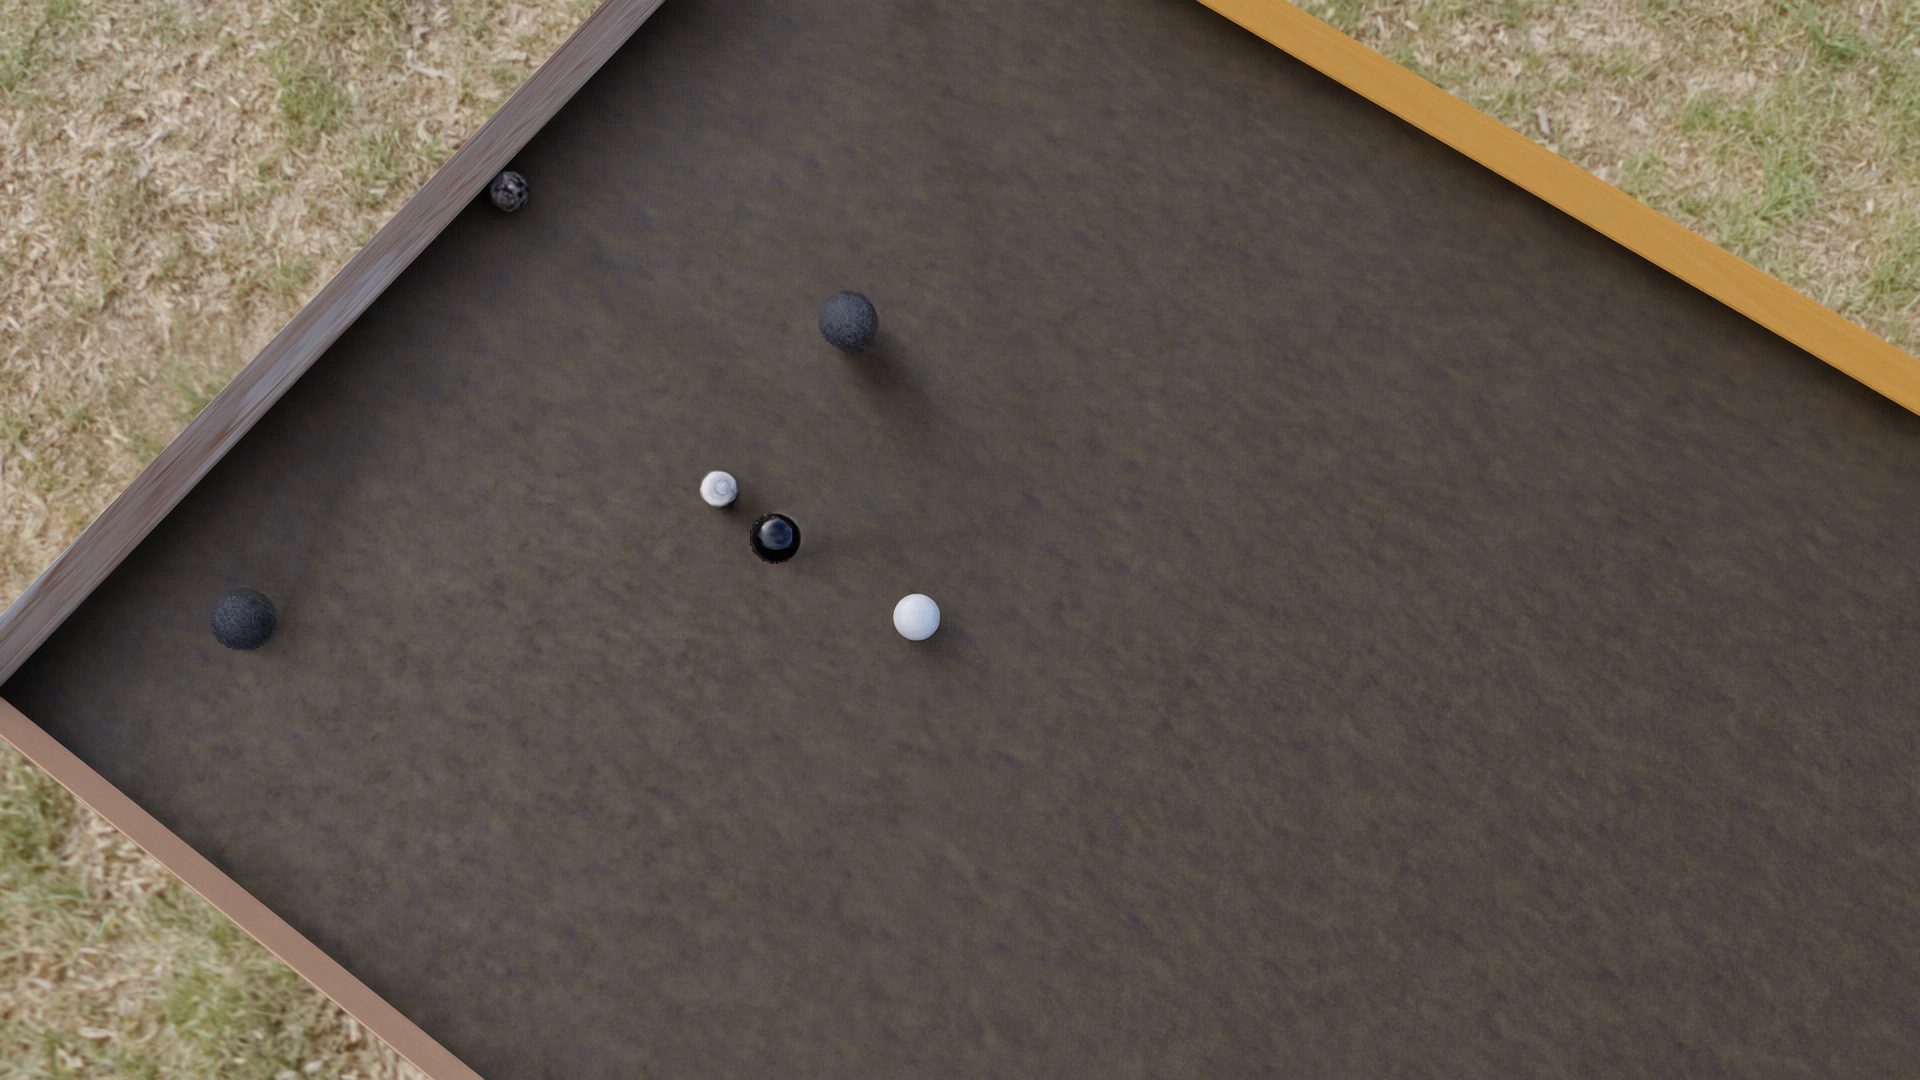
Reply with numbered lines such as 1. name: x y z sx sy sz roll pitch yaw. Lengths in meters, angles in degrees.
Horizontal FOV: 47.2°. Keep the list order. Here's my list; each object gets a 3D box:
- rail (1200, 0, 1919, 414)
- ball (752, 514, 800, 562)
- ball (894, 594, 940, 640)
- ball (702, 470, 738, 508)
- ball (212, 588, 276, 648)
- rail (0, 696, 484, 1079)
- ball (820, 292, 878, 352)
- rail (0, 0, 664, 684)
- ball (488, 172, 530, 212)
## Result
1. rail: 1.547 -0.249 3.624 4.380 0.129 0.045 34 70 14
2. ball: -0.296 -0.003 3.543 0.078 0.078 0.078 0 66 0
3. ball: -0.069 0.122 3.488 0.075 0.075 0.075 0 66 0
4. ball: -0.393 -0.083 3.589 0.059 0.059 0.059 0 66 0
5. ball: -1.131 0.124 3.476 0.095 0.095 0.095 0 66 0
6. rail: 0.221 1.405 2.881 4.380 0.129 0.045 34 70 14
7. ball: -0.187 -0.366 3.695 0.099 0.099 0.099 0 66 0
8. rail: -0.865 -0.588 3.777 0.045 0.129 2.294 34 70 14
9. ball: -0.783 -0.605 3.819 0.069 0.069 0.069 0 66 0
